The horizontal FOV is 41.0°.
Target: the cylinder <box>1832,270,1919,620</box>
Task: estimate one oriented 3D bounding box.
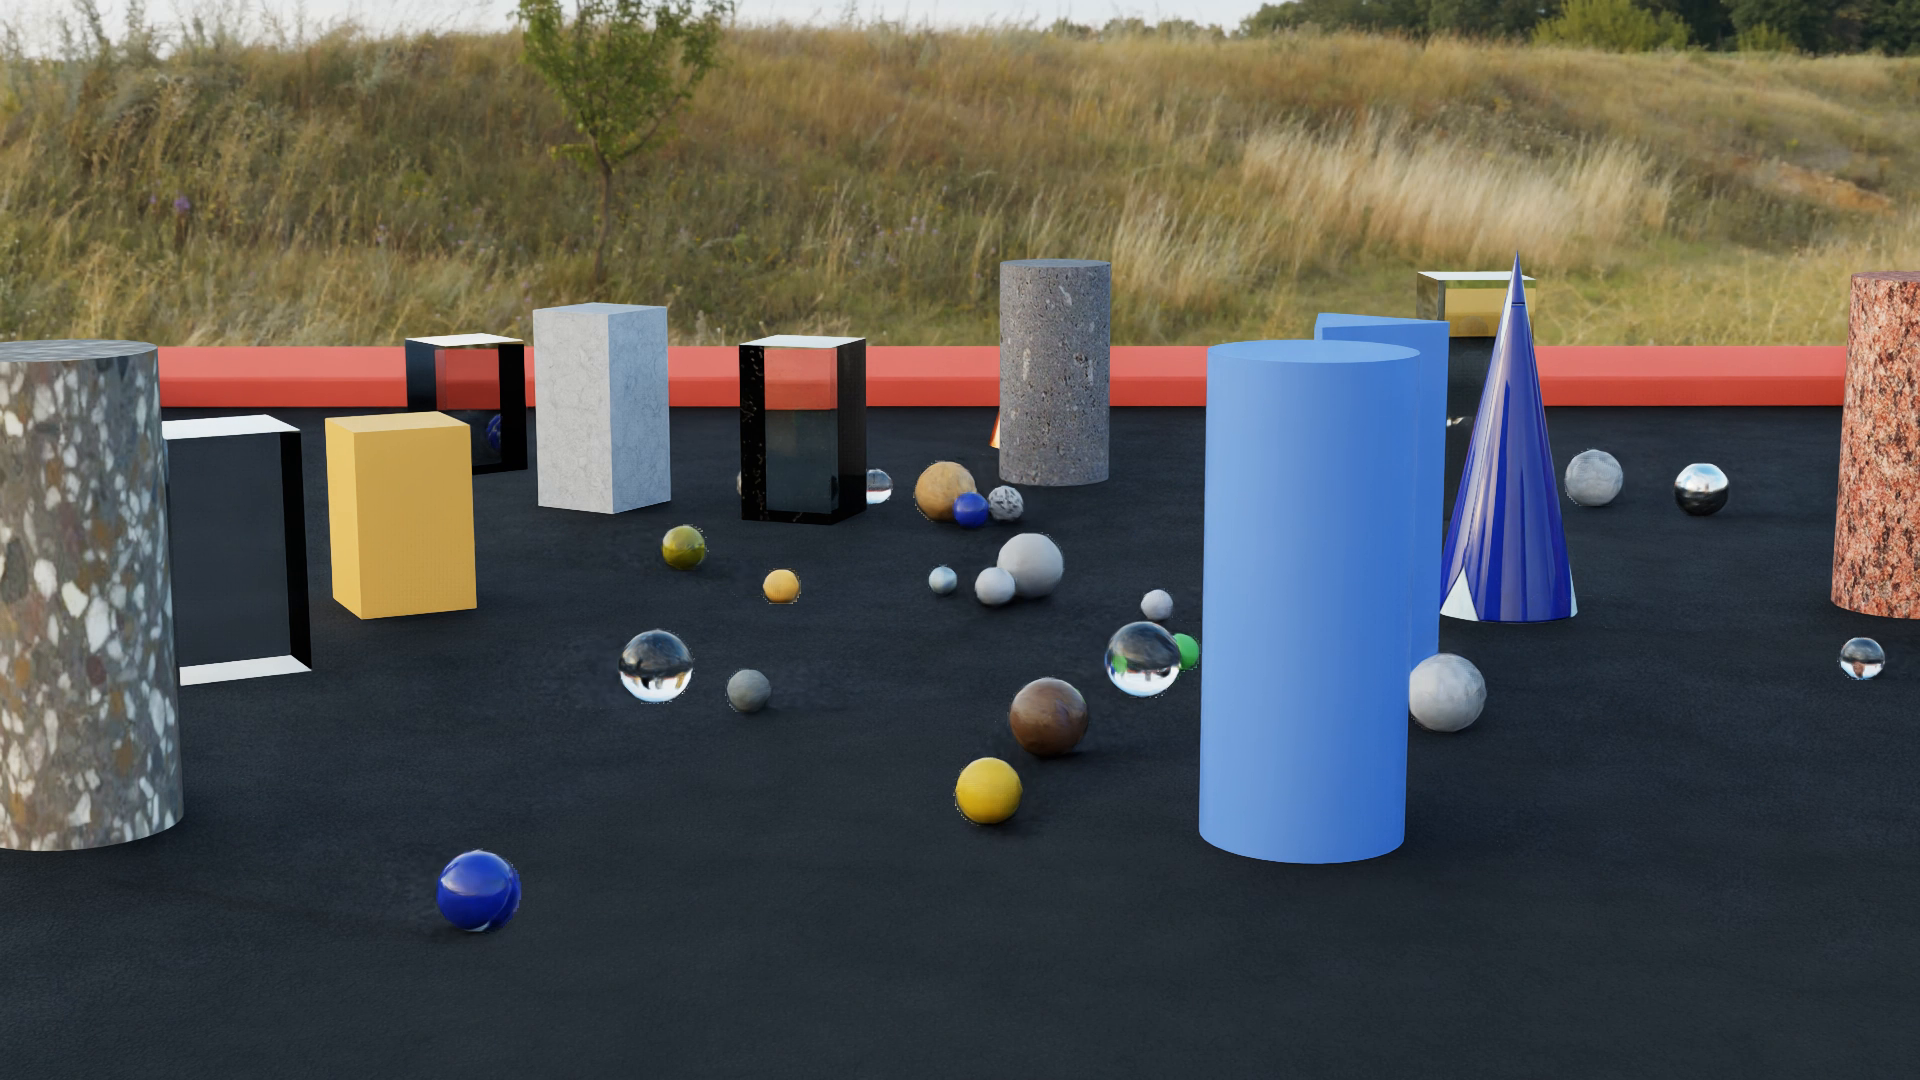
[{"bbox_3d":[1.293,-0.132,3.465,0.196,0.447,0.196,0,11,0],"label":"cylinder"}]

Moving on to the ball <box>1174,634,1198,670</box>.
[{"bbox_3d":[0.269,0.136,3.123,0.044,0.044,0.044,0,11,0],"label":"ball"}]

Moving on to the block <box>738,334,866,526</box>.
[{"bbox_3d":[-0.254,-0.182,4.177,0.157,0.285,0.157,4,11,19],"label":"block"}]

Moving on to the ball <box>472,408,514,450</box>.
[{"bbox_3d":[-0.892,-0.210,4.898,0.079,0.079,0.079,0,11,0],"label":"ball"}]

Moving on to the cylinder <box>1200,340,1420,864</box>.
[{"bbox_3d":[0.328,0.053,2.423,0.196,0.464,0.196,0,11,0],"label":"cylinder"}]

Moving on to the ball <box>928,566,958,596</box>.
[{"bbox_3d":[-0.023,0.057,3.565,0.040,0.040,0.040,0,11,0],"label":"ball"}]

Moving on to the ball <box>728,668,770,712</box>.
[{"bbox_3d":[-0.240,0.171,2.923,0.049,0.049,0.049,0,11,0],"label":"ball"}]

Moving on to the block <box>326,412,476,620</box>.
[{"bbox_3d":[-0.761,-0.037,3.492,0.157,0.251,0.157,-5,12,-27],"label":"block"}]

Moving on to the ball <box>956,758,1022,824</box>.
[{"bbox_3d":[0.028,0.243,2.490,0.065,0.065,0.065,0,11,0],"label":"ball"}]

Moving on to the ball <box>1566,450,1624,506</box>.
[{"bbox_3d":[1.058,-0.103,4.280,0.094,0.094,0.094,0,11,0],"label":"ball"}]

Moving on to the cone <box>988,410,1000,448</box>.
[{"bbox_3d":[0.152,-0.337,4.965,0.196,0.304,0.196,0,11,0],"label":"cone"}]

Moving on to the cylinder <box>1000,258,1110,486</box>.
[{"bbox_3d":[0.168,-0.300,4.552,0.196,0.382,0.196,0,11,0],"label":"cylinder"}]

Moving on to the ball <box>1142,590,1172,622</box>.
[{"bbox_3d":[0.261,0.087,3.398,0.042,0.042,0.042,0,11,0],"label":"ball"}]

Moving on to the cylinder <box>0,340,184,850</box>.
[{"bbox_3d":[-0.859,0.047,2.461,0.196,0.461,0.196,0,11,0],"label":"cylinder"}]

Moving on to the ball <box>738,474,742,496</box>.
[{"bbox_3d":[-0.338,-0.095,4.299,0.071,0.071,0.071,0,11,0],"label":"ball"}]

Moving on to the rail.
[{"bbox_3d":[-0.012,-0.349,5.507,3.926,0.127,0.045,0,11,0],"label":"rail"}]

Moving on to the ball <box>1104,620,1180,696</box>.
[{"bbox_3d":[0.213,0.138,2.990,0.089,0.089,0.089,0,11,0],"label":"ball"}]

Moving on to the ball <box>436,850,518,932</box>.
[{"bbox_3d":[-0.410,0.299,2.181,0.069,0.069,0.069,0,11,0],"label":"ball"}]

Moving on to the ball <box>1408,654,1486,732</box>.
[{"bbox_3d":[0.536,0.169,2.831,0.087,0.087,0.087,0,11,0],"label":"ball"}]

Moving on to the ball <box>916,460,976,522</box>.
[{"bbox_3d":[-0.023,-0.078,4.134,0.098,0.098,0.098,0,11,0],"label":"ball"}]

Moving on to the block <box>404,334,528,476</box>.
[{"bbox_3d":[-0.898,-0.247,4.667,0.157,0.236,0.157,-8,13,-38],"label":"block"}]

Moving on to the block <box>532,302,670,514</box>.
[{"bbox_3d":[-0.597,-0.223,4.287,0.157,0.327,0.157,6,12,30],"label":"block"}]

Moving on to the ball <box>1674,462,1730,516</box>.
[{"bbox_3d":[1.210,-0.083,4.185,0.088,0.088,0.088,0,11,0],"label":"ball"}]

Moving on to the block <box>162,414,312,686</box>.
[{"bbox_3d":[-0.896,0.008,3.125,0.157,0.295,0.157,-6,12,-29],"label":"block"}]

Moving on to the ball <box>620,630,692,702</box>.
[{"bbox_3d":[-0.351,0.146,2.962,0.084,0.084,0.084,0,11,0],"label":"ball"}]

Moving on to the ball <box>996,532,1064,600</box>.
[{"bbox_3d":[0.097,0.036,3.537,0.092,0.092,0.092,0,11,0],"label":"ball"}]

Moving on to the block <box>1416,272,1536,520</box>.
[{"bbox_3d":[0.836,-0.237,4.193,0.157,0.389,0.157,0,11,-2],"label":"block"}]

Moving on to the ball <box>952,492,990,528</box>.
[{"bbox_3d":[0.018,-0.047,4.075,0.058,0.058,0.058,0,11,0],"label":"ball"}]

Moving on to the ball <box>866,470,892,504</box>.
[{"bbox_3d":[-0.142,-0.089,4.301,0.059,0.059,0.059,0,11,0],"label":"ball"}]

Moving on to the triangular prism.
[{"bbox_3d":[0.454,-0.041,3.001,0.170,0.437,0.147,-4,11,-20],"label":"triangular prism"}]

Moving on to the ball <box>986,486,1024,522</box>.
[{"bbox_3d":[0.072,-0.057,4.129,0.059,0.059,0.059,0,11,0],"label":"ball"}]

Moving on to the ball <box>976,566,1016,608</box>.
[{"bbox_3d":[0.048,0.064,3.486,0.055,0.055,0.055,0,11,0],"label":"ball"}]

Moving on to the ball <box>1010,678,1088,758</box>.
[{"bbox_3d":[0.095,0.189,2.731,0.084,0.084,0.084,0,11,0],"label":"ball"}]

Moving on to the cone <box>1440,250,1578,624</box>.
[{"bbox_3d":[0.737,-0.146,3.438,0.196,0.486,0.196,0,11,0],"label":"cone"}]

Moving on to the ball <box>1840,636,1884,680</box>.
[{"bbox_3d":[1.082,0.141,3.077,0.051,0.051,0.051,0,11,0],"label":"ball"}]

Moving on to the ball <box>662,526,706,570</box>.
[{"bbox_3d":[-0.403,0.011,3.744,0.065,0.065,0.065,0,11,0],"label":"ball"}]

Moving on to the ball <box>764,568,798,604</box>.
[{"bbox_3d":[-0.244,0.063,3.506,0.048,0.048,0.048,0,11,0],"label":"ball"}]
